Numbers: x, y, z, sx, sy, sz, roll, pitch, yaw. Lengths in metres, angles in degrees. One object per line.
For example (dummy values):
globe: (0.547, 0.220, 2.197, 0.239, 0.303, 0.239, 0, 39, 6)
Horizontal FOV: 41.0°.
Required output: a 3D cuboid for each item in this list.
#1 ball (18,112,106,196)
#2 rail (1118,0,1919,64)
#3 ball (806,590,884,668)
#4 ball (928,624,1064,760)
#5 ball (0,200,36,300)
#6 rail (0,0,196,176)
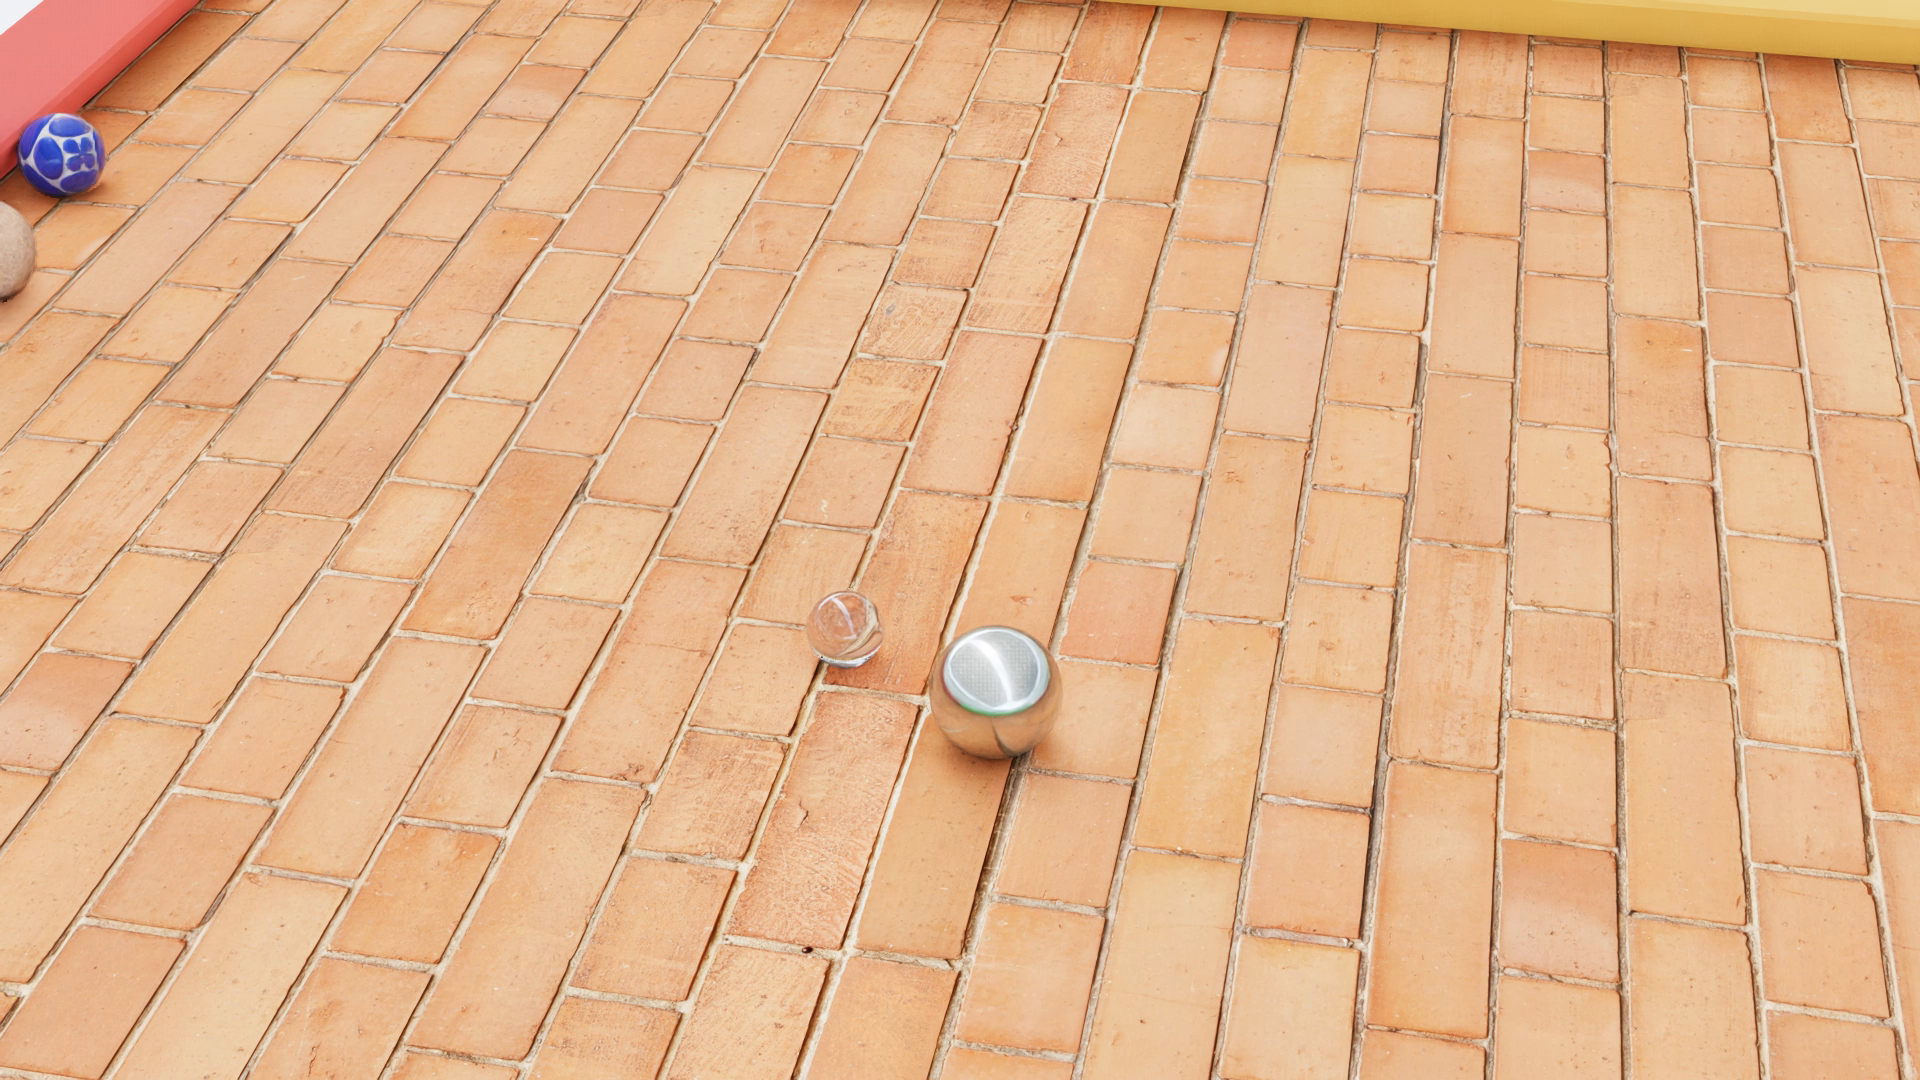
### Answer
ball: (-0.818, -0.351, 2.337, 0.076, 0.076, 0.076, 0, 35, 0)
rail: (1.187, -0.492, 2.501, 4.006, 0.119, 0.045, 6, 35, 9)
ball: (-0.079, 0.061, 1.761, 0.054, 0.054, 0.054, 0, 35, 0)
ball: (0.024, 0.099, 1.676, 0.088, 0.088, 0.088, 0, 35, 0)
ball: (-0.830, -0.245, 2.170, 0.092, 0.092, 0.092, 0, 35, 0)
rail: (-0.959, -0.127, 1.973, 0.045, 0.119, 2.145, 6, 35, 9)
